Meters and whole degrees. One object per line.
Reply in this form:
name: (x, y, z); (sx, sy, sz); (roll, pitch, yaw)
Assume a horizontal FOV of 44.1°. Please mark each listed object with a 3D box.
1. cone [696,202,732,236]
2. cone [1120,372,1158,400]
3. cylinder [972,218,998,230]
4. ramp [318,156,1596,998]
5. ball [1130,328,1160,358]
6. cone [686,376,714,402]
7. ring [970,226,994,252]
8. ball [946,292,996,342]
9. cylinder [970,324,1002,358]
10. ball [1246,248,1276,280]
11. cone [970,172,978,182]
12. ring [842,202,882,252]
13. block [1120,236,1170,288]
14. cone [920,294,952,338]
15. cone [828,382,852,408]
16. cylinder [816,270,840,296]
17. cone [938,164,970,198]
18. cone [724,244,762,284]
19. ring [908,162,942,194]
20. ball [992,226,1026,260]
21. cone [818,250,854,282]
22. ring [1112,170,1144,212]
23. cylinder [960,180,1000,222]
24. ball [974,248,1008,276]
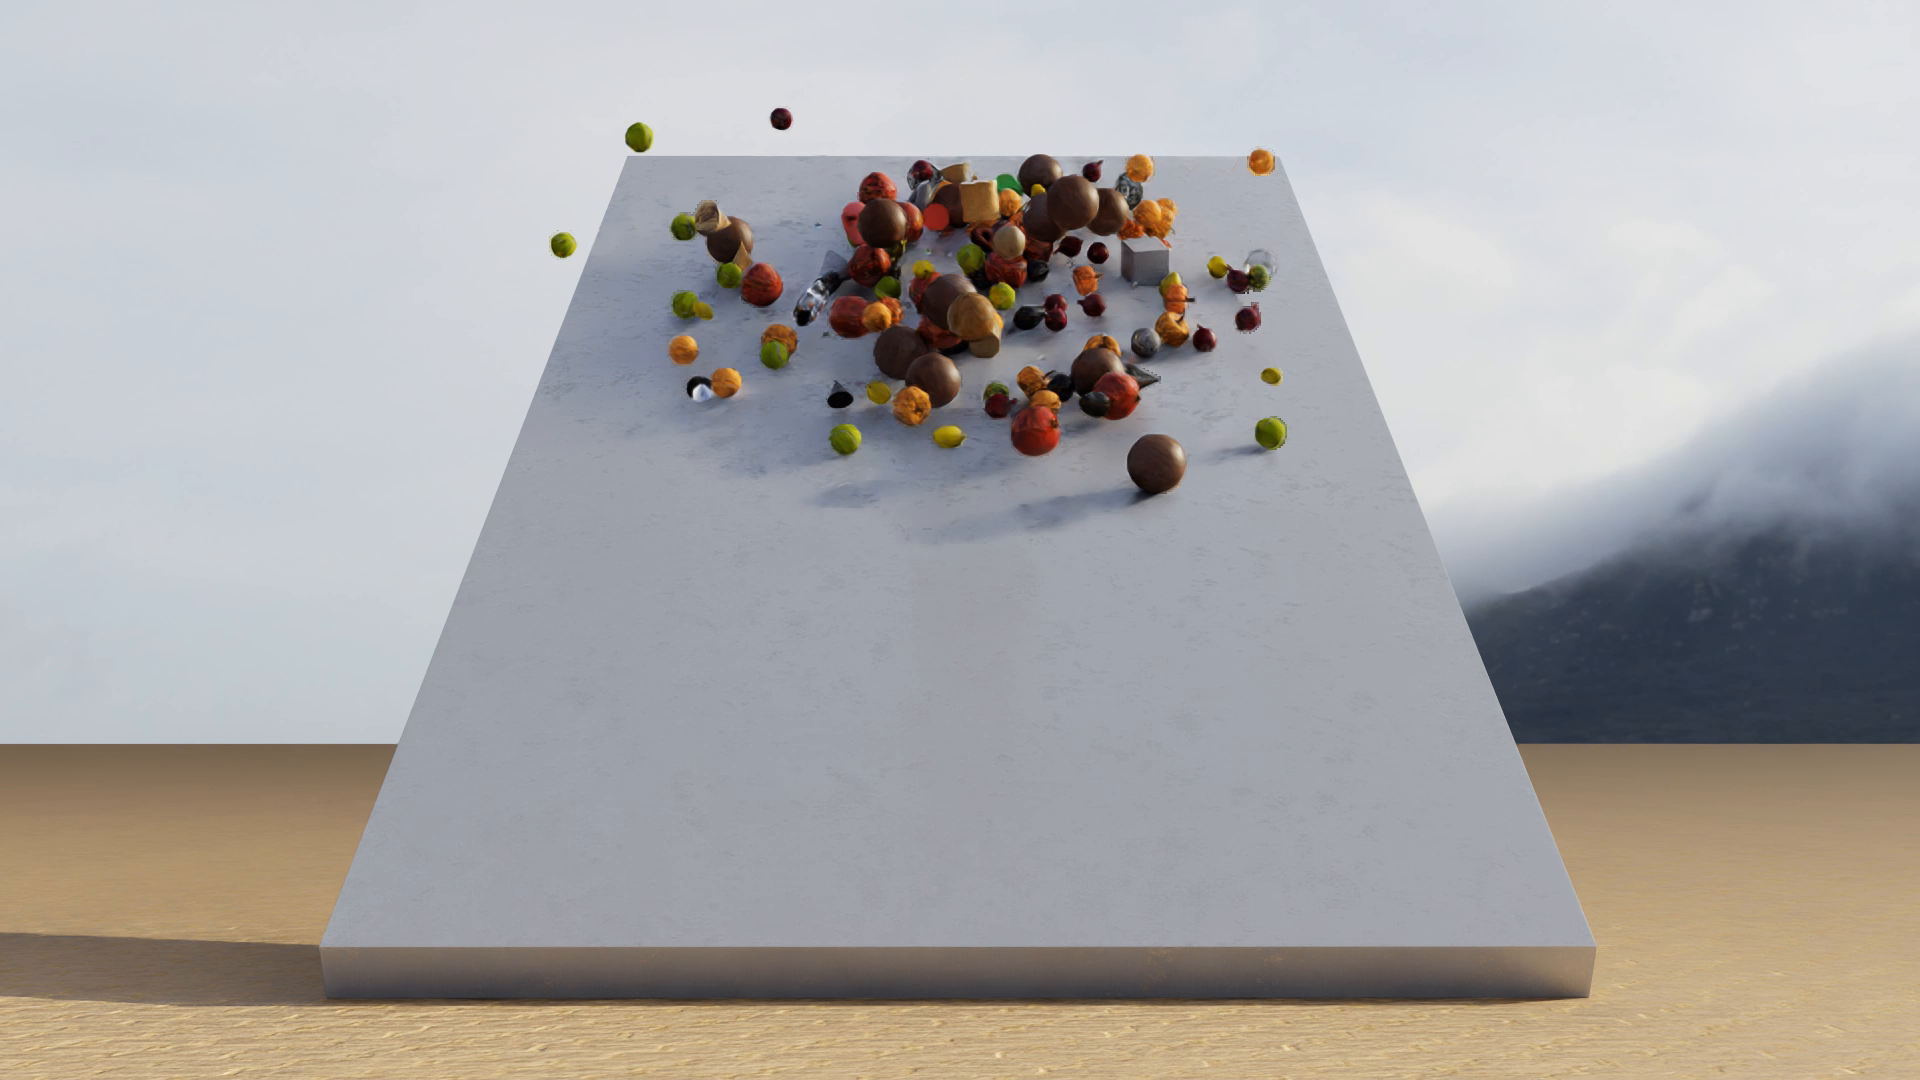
cone: (-0.622, -0.824, 6.139); (0.090, 0.090, 0.090); (-4, -7, 41)
cone: (0.434, -0.380, 5.620); (0.082, 0.082, 0.082); (-27, -13, 16)
cylinder: (0.070, -0.891, 6.647); (0.052, 0.052, 0.052); (-27, 11, -33)
ramp: (-0.011, -0.226, 5.515); (2.000, 0.100, 4.000); (0, 27, 0)
ball: (0.456, -0.486, 5.835); (0.073, 0.073, 0.073); (0, -5, 0)
cone: (-0.614, -0.370, 5.613); (0.065, 0.065, 0.065); (0, 24, -1)
ring: (0.061, -0.765, 6.022); (0.077, 0.077, 0.026); (3, -36, -36)
ball: (0.023, -0.444, 4.725); (0.098, 0.098, 0.098); (0, -5, 0)
cylinder: (0.063, -0.495, 5.852); (0.074, 0.074, 0.074); (0, 27, 5)
ball: (0.801, -0.734, 6.315); (0.083, 0.083, 0.083); (0, -5, 0)
cone: (0.045, -1.037, 6.899); (0.070, 0.070, 0.070); (-11, 10, 2)
ring: (-0.263, -0.840, 6.354); (0.048, 0.143, 0.143); (-33, 10, -25)
block: (0.492, -0.739, 6.305); (0.099, 0.099, 0.099); (-6, 28, -13)
cone: (-0.052, -0.576, 5.983); (0.098, 0.098, 0.098); (0, 27, 0)
cone: (-0.287, -0.351, 5.560); (0.061, 0.061, 0.061); (-10, -36, -7)
cylinder: (-0.347, -0.673, 6.221); (0.053, 0.053, 0.053); (-2, 25, 22)
cone: (-0.005, -1.037, 6.906); (0.096, 0.096, 0.096); (-15, -2, 0)
cone: (-0.580, -0.746, 6.314); (0.098, 0.098, 0.098); (0, 27, 0)
ring: (-0.104, -1.057, 6.936); (0.102, 0.102, 0.034); (1, -8, -15)
ball: (0.123, -0.743, 5.922); (0.084, 0.084, 0.084); (0, -5, 0)
cone: (-0.350, -0.697, 6.274); (0.100, 0.100, 0.100); (37, -20, 16)
ring: (0.479, -0.994, 6.755); (0.039, 0.117, 0.117); (5, -7, -35)
cylinder: (0.052, -0.885, 6.182); (0.098, 0.098, 0.098); (-7, 12, 1)
ball: (0.084, -0.754, 6.336); (0.096, 0.096, 0.096); (0, -5, 0)
